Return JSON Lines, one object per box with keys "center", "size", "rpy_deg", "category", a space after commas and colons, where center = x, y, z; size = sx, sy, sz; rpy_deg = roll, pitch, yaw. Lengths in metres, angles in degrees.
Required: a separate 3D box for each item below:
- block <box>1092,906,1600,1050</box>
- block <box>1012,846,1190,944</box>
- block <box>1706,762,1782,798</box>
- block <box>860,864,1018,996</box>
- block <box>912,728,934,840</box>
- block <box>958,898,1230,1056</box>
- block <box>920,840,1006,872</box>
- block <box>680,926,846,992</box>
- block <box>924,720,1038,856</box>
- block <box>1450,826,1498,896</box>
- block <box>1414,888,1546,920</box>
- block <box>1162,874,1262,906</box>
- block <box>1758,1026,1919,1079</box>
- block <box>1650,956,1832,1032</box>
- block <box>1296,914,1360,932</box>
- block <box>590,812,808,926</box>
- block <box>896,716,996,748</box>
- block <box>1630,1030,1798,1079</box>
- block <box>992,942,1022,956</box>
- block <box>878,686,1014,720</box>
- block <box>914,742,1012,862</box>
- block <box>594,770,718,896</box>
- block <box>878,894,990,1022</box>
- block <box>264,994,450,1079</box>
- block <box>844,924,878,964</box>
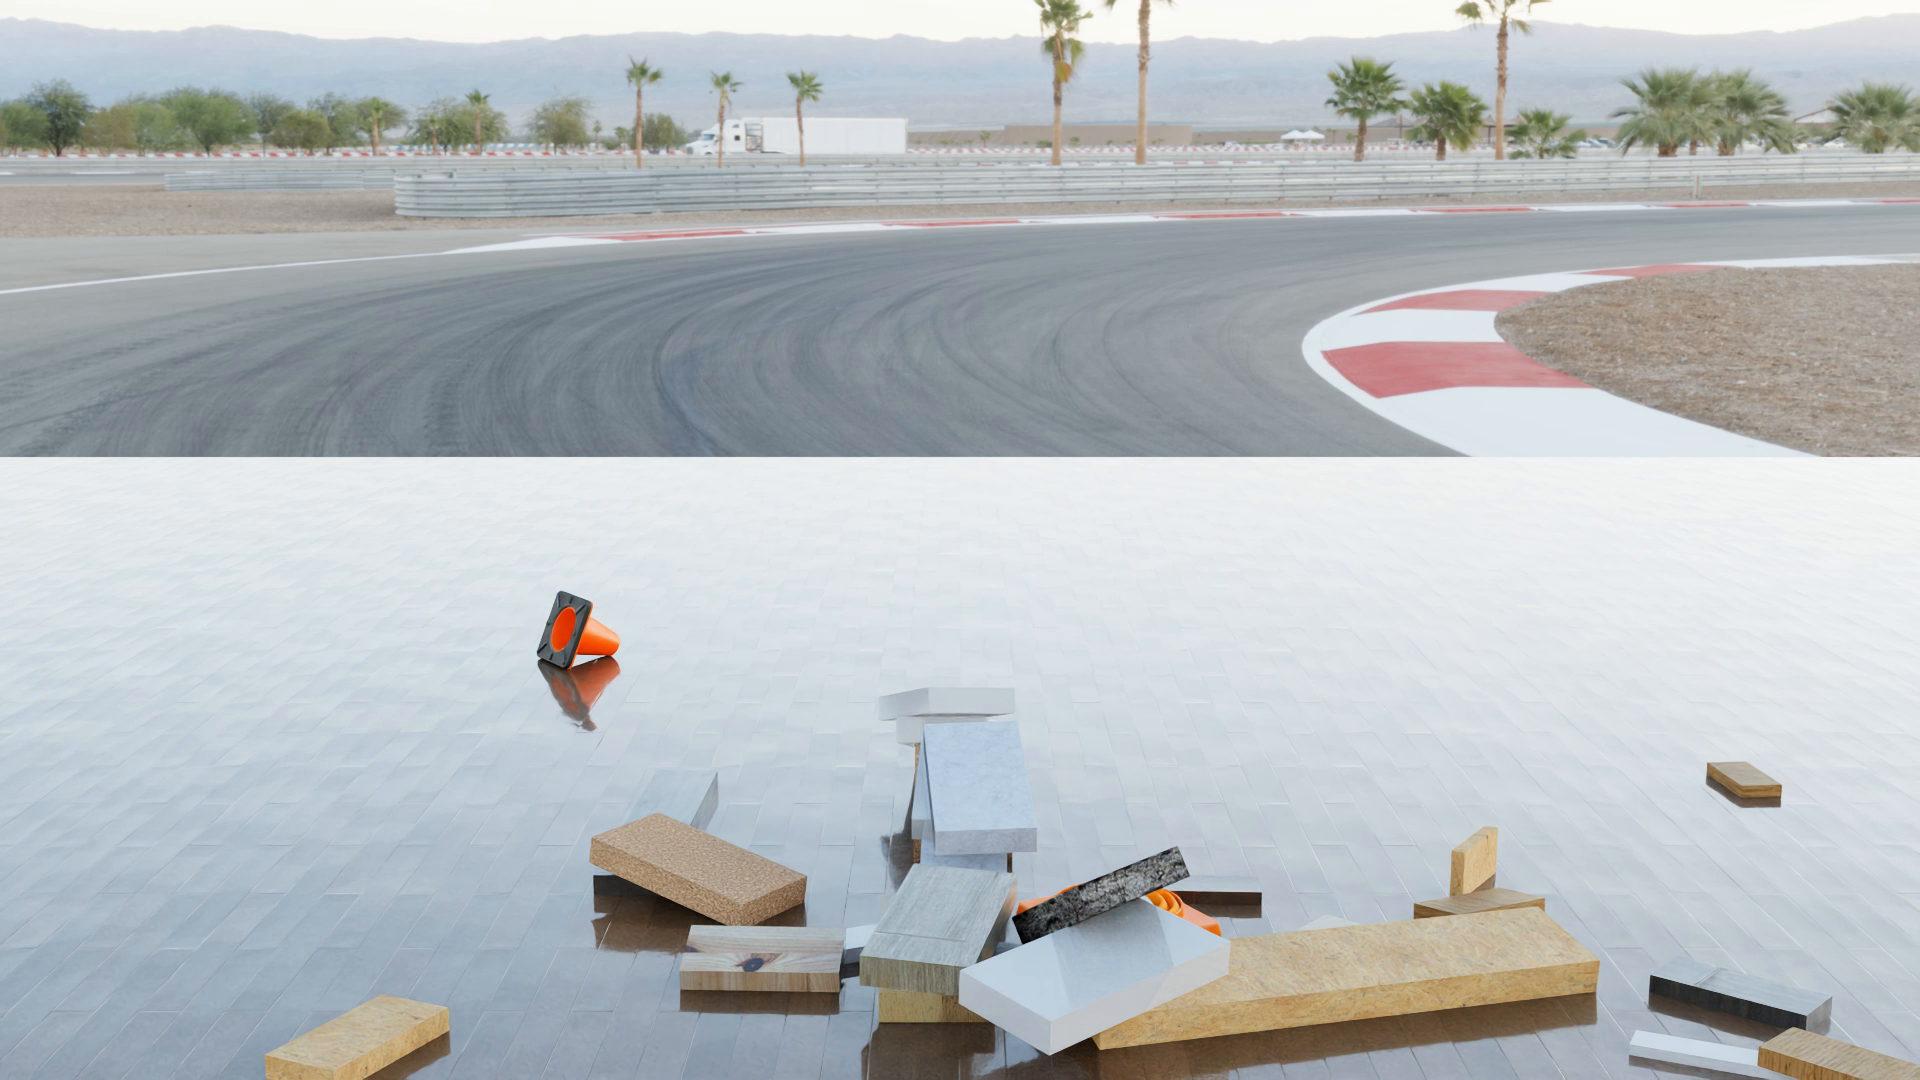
{"center": [0.544, 0.636, 3.223], "size": [0.776, 0.051, 0.180], "rpy_deg": [-3, 18, -15], "category": "block"}
{"center": [0.204, 0.531, 3.265], "size": [0.165, 0.047, 0.329], "rpy_deg": [-18, -11, -20], "category": "block"}
{"center": [1.525, 0.465, 4.279], "size": [0.080, 0.023, 0.160], "rpy_deg": [-1, 11, -5], "category": "block"}
{"center": [-0.027, 0.577, 3.276], "size": [0.165, 0.047, 0.330], "rpy_deg": [4, 16, 12], "category": "block"}
{"center": [-0.003, 0.419, 3.782], "size": [0.142, 0.040, 0.284], "rpy_deg": [2, 27, 2], "category": "block"}
{"center": [0.193, 0.609, 3.099], "size": [0.360, 0.051, 0.180], "rpy_deg": [-13, 23, -40], "category": "block"}
{"center": [0.006, 0.535, 3.642], "size": [0.142, 0.040, 0.284], "rpy_deg": [1, 27, 1], "category": "block"}
{"center": [-0.294, 0.628, 3.301], "size": [0.237, 0.034, 0.118], "rpy_deg": [0, 24, 3], "category": "block"}
{"center": [0.030, 0.413, 3.697], "size": [0.165, 0.047, 0.330], "rpy_deg": [-2, 27, -4], "category": "block"}
{"center": [0.867, 0.542, 3.707], "size": [0.023, 0.080, 0.160], "rpy_deg": [7, 12, 32], "category": "block"}
{"center": [0.833, 0.592, 3.526], "size": [0.194, 0.028, 0.097], "rpy_deg": [-3, 4, -33], "category": "block"}
{"center": [0.418, 0.581, 3.654], "size": [0.160, 0.023, 0.080], "rpy_deg": [1, 11, 3], "category": "block"}
{"center": [1.174, 0.700, 2.916], "size": [0.097, 0.028, 0.194], "rpy_deg": [-10, 14, -42], "category": "block"}
{"center": [1.136, 0.662, 3.206], "size": [0.231, 0.028, 0.097], "rpy_deg": [9, 14, 41], "category": "block"}
{"center": [0.527, 0.631, 3.396], "size": [0.064, 0.018, 0.264], "rpy_deg": [11, 15, 38], "category": "block"}
{"center": [-0.435, 0.545, 3.642], "size": [0.329, 0.047, 0.165], "rpy_deg": [17, 18, 31], "category": "block"}
{"center": [-0.019, 0.376, 4.290], "size": [0.172, 0.049, 0.344], "rpy_deg": [-1, -7, 5], "category": "block"}
{"center": [1.226, 0.723, 2.912], "size": [0.650, 0.015, 0.054], "rpy_deg": [5, 12, 25], "category": "block"}
{"center": [0.113, 0.639, 3.355], "size": [0.128, 0.018, 0.064], "rpy_deg": [3, 11, 15], "category": "block"}
{"center": [-0.030, 0.313, 4.176], "size": [0.165, 0.047, 0.330], "rpy_deg": [2, -8, -18], "category": "block"}
{"center": [0.004, 0.470, 3.977], "size": [0.172, 0.049, 0.344], "rpy_deg": [0, 23, 0], "category": "block"}
{"center": [-0.540, 0.519, 3.961], "size": [0.118, 0.034, 0.613], "rpy_deg": [0, 11, 2], "category": "block"}
{"center": [-0.037, 0.622, 3.289], "size": [0.165, 0.047, 0.329], "rpy_deg": [0, 16, -2], "category": "block"}
{"center": [-0.827, 0.692, 3.029], "size": [0.118, 0.034, 0.237], "rpy_deg": [5, 12, 25], "category": "block"}
{"center": [-0.147, 0.625, 3.414], "size": [0.165, 0.023, 0.082], "rpy_deg": [-5, 12, -25], "category": "block"}
